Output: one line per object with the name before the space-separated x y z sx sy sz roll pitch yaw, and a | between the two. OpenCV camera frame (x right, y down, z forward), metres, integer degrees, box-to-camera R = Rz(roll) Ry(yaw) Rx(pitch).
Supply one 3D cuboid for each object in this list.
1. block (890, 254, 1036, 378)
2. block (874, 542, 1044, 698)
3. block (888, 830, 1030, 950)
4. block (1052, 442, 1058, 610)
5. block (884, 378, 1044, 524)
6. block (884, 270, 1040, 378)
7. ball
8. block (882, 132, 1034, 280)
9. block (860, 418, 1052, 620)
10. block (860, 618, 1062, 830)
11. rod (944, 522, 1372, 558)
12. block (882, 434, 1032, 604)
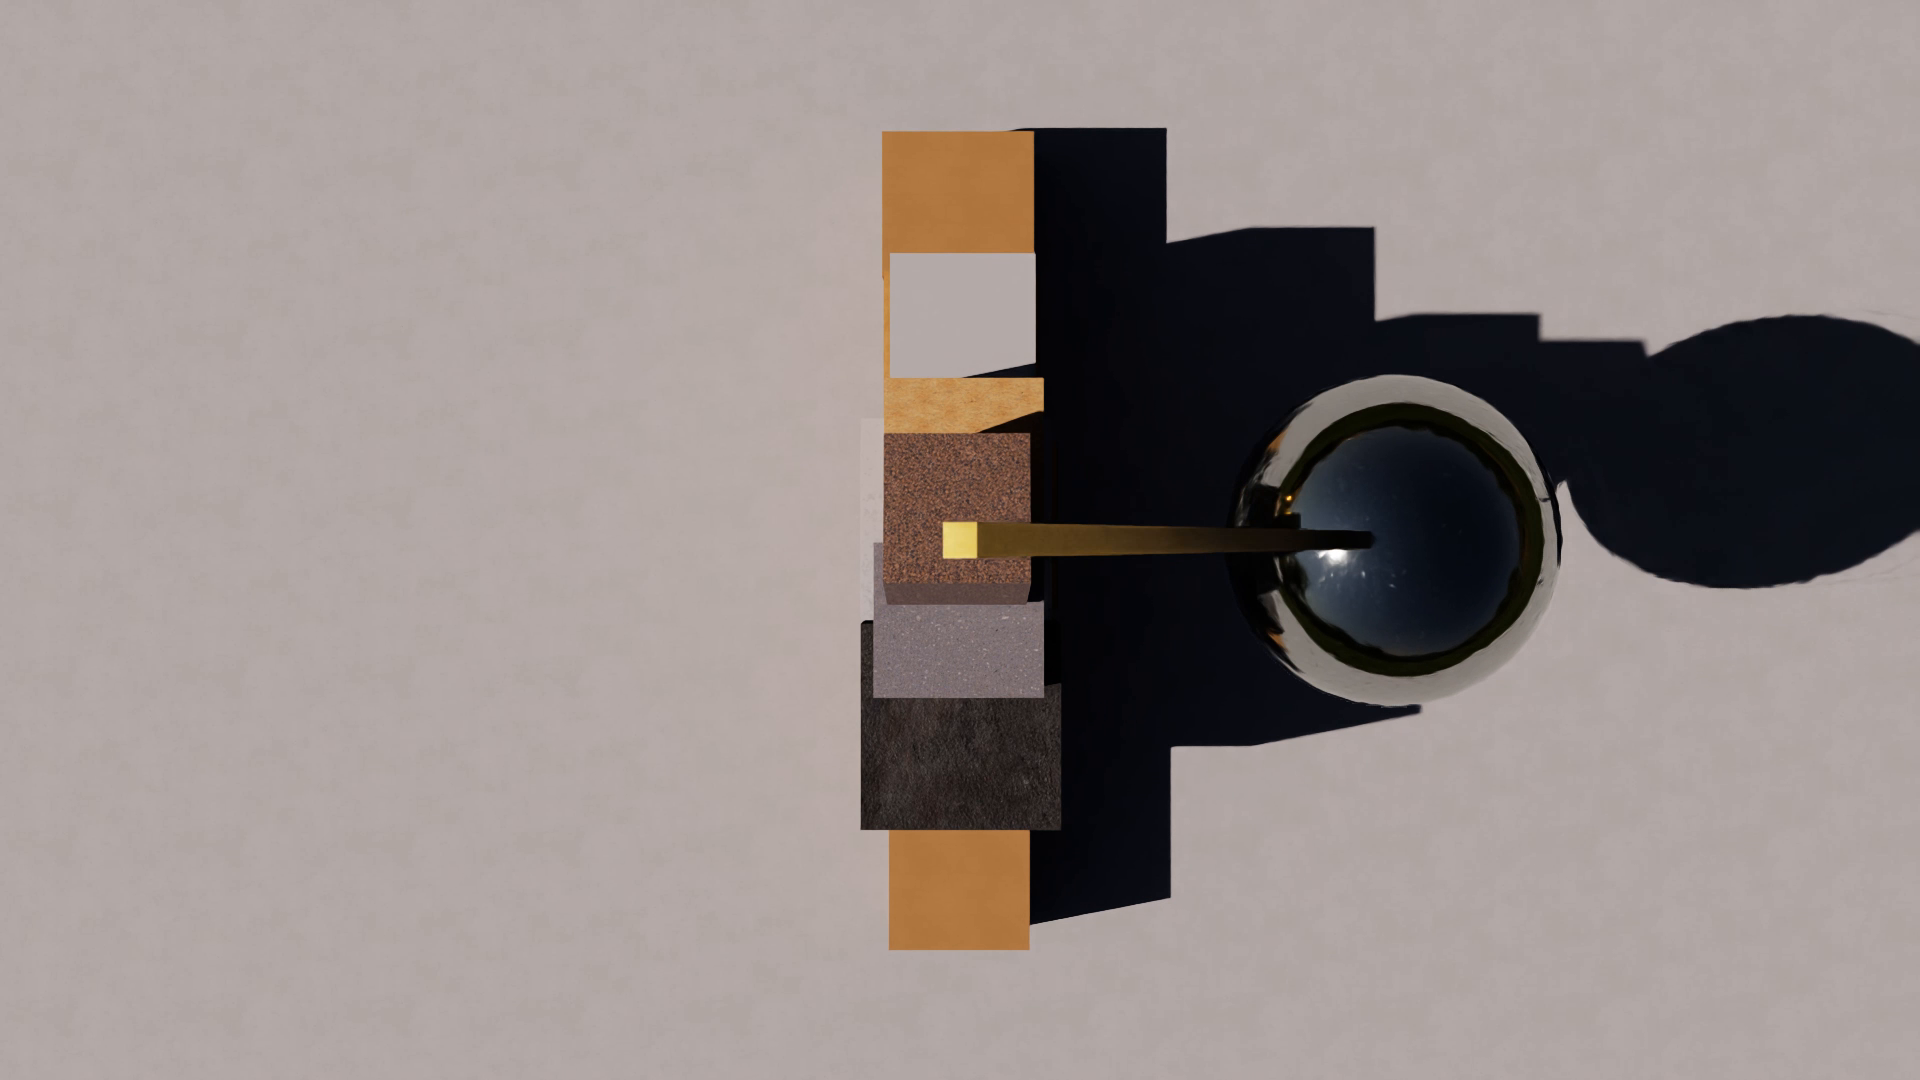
block | 0.014 -1.032 11.550 0.739 0.795 0.845 0 90 0
block | -0.006 0.375 10.613 0.792 0.795 0.721 0 90 0
block | -0.004 1.837 12.616 0.782 0.768 0.890 0 90 0
block | -0.002 -0.075 12.462 1.070 1.076 0.915 0 90 0
block | 0.018 -0.373 10.651 0.748 0.731 0.765 0 90 0
block | 0.009 -1.003 12.474 0.848 1.053 0.921 0 90 0
ball | 2.074 0.000 10.583 1.600 1.600 1.600 0 90 0
block | -0.011 -1.878 12.639 0.847 0.723 0.808 0 90 0
block | -0.018 -0.100 11.467 0.956 0.907 1.010 0 90 0
block | 0.004 0.937 11.469 1.006 0.894 1.035 0 90 0
rod | 0.899 0.000 7.393 0.080 5.200 0.080 0 90 20
block | -0.014 -0.085 9.916 0.643 0.626 0.668 0 80 0
